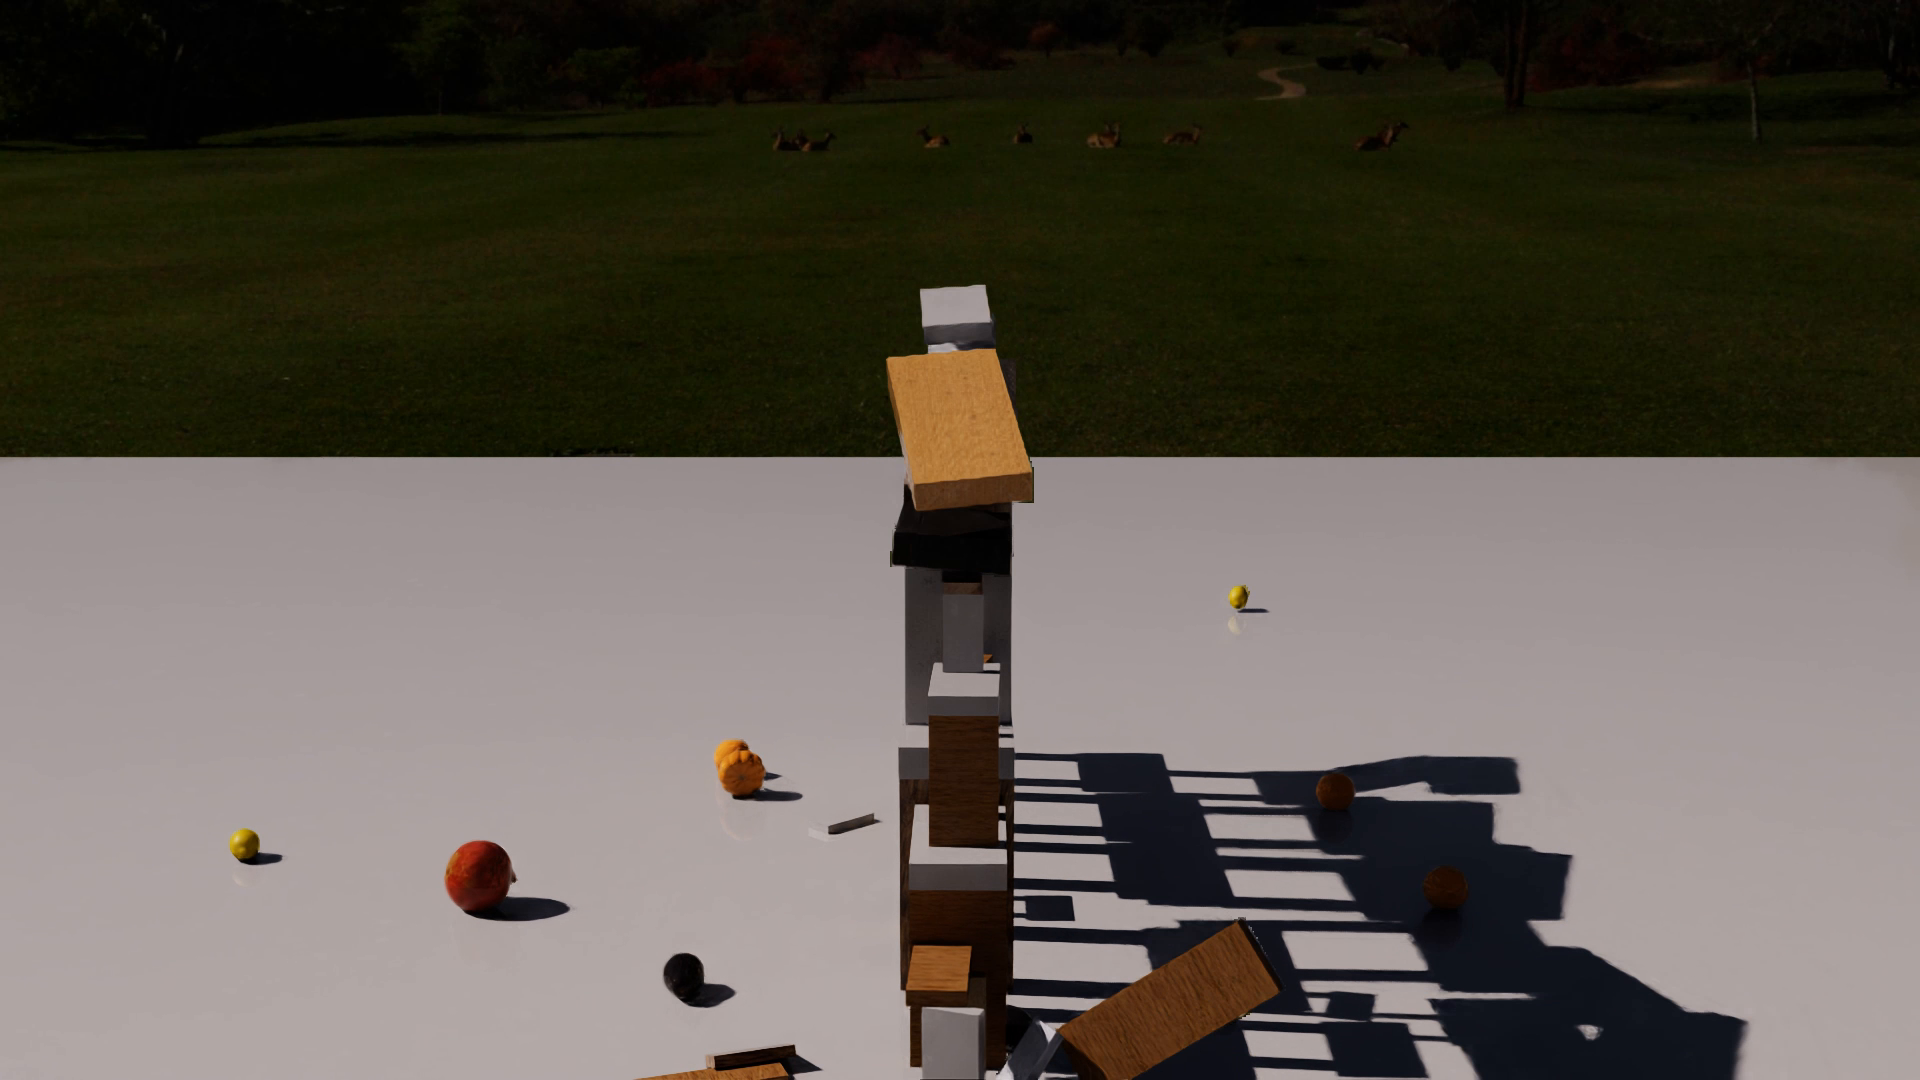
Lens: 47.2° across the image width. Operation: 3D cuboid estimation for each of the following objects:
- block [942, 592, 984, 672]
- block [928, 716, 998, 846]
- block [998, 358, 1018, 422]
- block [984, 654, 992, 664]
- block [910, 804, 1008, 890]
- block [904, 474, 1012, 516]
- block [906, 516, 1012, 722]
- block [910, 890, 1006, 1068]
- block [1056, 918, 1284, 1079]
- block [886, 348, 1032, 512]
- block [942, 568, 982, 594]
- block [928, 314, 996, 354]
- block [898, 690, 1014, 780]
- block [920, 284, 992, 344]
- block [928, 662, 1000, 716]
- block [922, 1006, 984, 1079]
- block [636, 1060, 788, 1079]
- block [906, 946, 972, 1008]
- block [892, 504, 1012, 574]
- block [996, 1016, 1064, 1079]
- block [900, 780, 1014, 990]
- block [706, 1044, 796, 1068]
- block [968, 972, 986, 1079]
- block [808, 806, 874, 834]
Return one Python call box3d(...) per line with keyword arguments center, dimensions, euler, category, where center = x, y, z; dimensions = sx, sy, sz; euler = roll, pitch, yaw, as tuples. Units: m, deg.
box3d(center=(0.004, 0.127, 3.050), dimensions=(0.056, 0.112, 0.016), euler=(0, 10, 2), category="block")
box3d(center=(0.005, 0.321, 2.977), dimensions=(0.094, 0.188, 0.027), euler=(0, 11, 0), category="block")
box3d(center=(0.007, -0.216, 3.666), dimensions=(0.175, 0.050, 0.350), euler=(-1, 26, 1), category="block")
box3d(center=(0.010, 0.183, 3.168), dimensions=(0.051, 0.015, 0.103), euler=(3, 11, 14), category="block")
box3d(center=(-0.001, 0.423, 3.042), dimensions=(0.130, 0.037, 0.260), euler=(0, 11, 1), category="block")
box3d(center=(-0.003, -0.084, 3.360), dimensions=(0.158, 0.045, 0.315), euler=(0, 10, 0), category="block")
box3d(center=(-0.002, 0.113, 3.280), dimensions=(0.157, 0.315, 0.045), euler=(0, 5, 0), category="block")
box3d(center=(-0.002, 0.585, 2.983), dimensions=(0.130, 0.260, 0.037), euler=(0, 11, 0), category="block")
box3d(center=(0.269, 0.610, 2.854), dimensions=(0.292, 0.103, 0.029), euler=(-34, -12, 16), category="block")
box3d(center=(-0.005, -0.154, 2.976), dimensions=(0.154, 0.044, 0.308), euler=(-6, 37, -6), category="block")
box3d(center=(0.003, 0.057, 3.075), dimensions=(0.056, 0.016, 0.113), euler=(0, 11, 0), category="block")
box3d(center=(0.001, -0.287, 4.331), dimensions=(0.130, 0.340, 0.037), euler=(-2, -26, 9), category="block")
box3d(center=(-0.005, 0.290, 3.324), dimensions=(0.167, 0.047, 0.334), euler=(0, 11, 0), category="block")
box3d(center=(-0.009, -0.441, 4.291), dimensions=(0.131, 0.037, 0.261), euler=(-4, 22, -1), category="block")
box3d(center=(0.007, 0.204, 3.018), dimensions=(0.094, 0.027, 0.188), euler=(0, 10, 2), category="block")
box3d(center=(-0.008, 0.671, 2.807), dimensions=(0.078, 0.156, 0.022), euler=(4, 12, 21), category="block")
box3d(center=(-0.347, 0.722, 2.914), dimensions=(0.232, 0.016, 0.056), euler=(-4, 11, -19), category="block")
box3d(center=(-0.027, 0.569, 2.870), dimensions=(0.078, 0.022, 0.156), euler=(0, 11, 2), category="block")
box3d(center=(-0.009, -0.003, 3.028), dimensions=(0.154, 0.044, 0.308), euler=(5, 8, 0), category="block")
box3d(center=(0.087, 0.686, 2.881), dimensions=(0.016, 0.112, 0.056), euler=(37, -9, -28), category="block")
box3d(center=(-0.005, 0.498, 3.248), dimensions=(0.167, 0.334, 0.047), euler=(0, 11, 0), category="block")
box3d(center=(-0.284, 0.700, 2.983), dimensions=(0.113, 0.016, 0.056), euler=(-4, -9, -19), category="block")
box3d(center=(-0.004, 0.650, 2.918), dimensions=(0.078, 0.156, 0.022), euler=(0, 11, 0), category="block")
box3d(center=(-0.218, 0.514, 4.034), dimensions=(0.112, 0.016, 0.056), euler=(-10, 15, -43), category="block")
